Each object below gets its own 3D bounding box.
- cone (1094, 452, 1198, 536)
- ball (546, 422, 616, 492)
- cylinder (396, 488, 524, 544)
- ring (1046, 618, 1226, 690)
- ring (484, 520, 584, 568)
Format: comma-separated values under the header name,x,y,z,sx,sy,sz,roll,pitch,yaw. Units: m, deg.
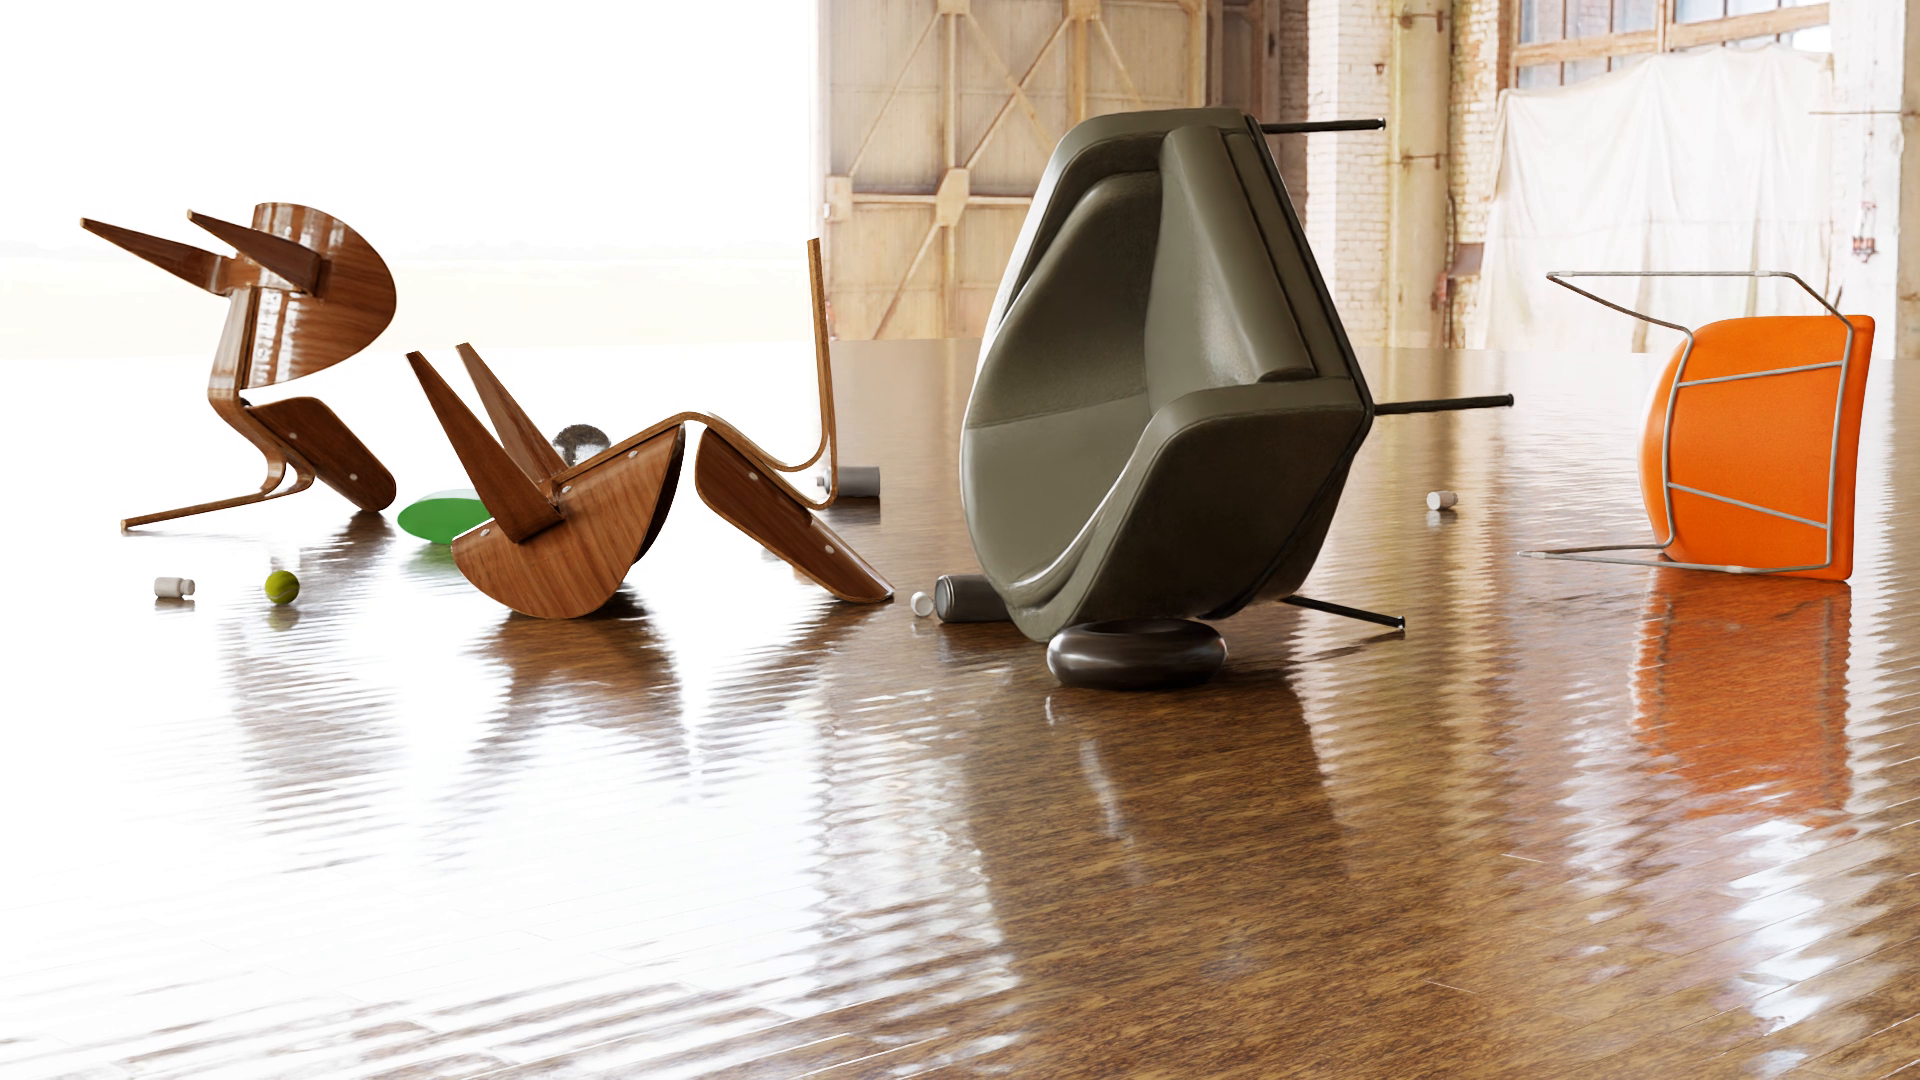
name,x,y,z,sx,sy,sz,roll,pitch,yaw
cone,0.485,-0.074,6.632,0.266,0.246,0.188,8,-26,12
ball,-1.160,-0.254,7.853,0.209,0.209,0.209,0,6,0
cylinder,-1.252,-0.062,6.448,0.285,0.115,0.281,1,6,-5
ring,0.288,0.185,4.174,0.306,0.091,0.268,-5,6,-33
ring,-0.982,0.010,5.903,0.171,0.087,0.374,-2,7,-35
